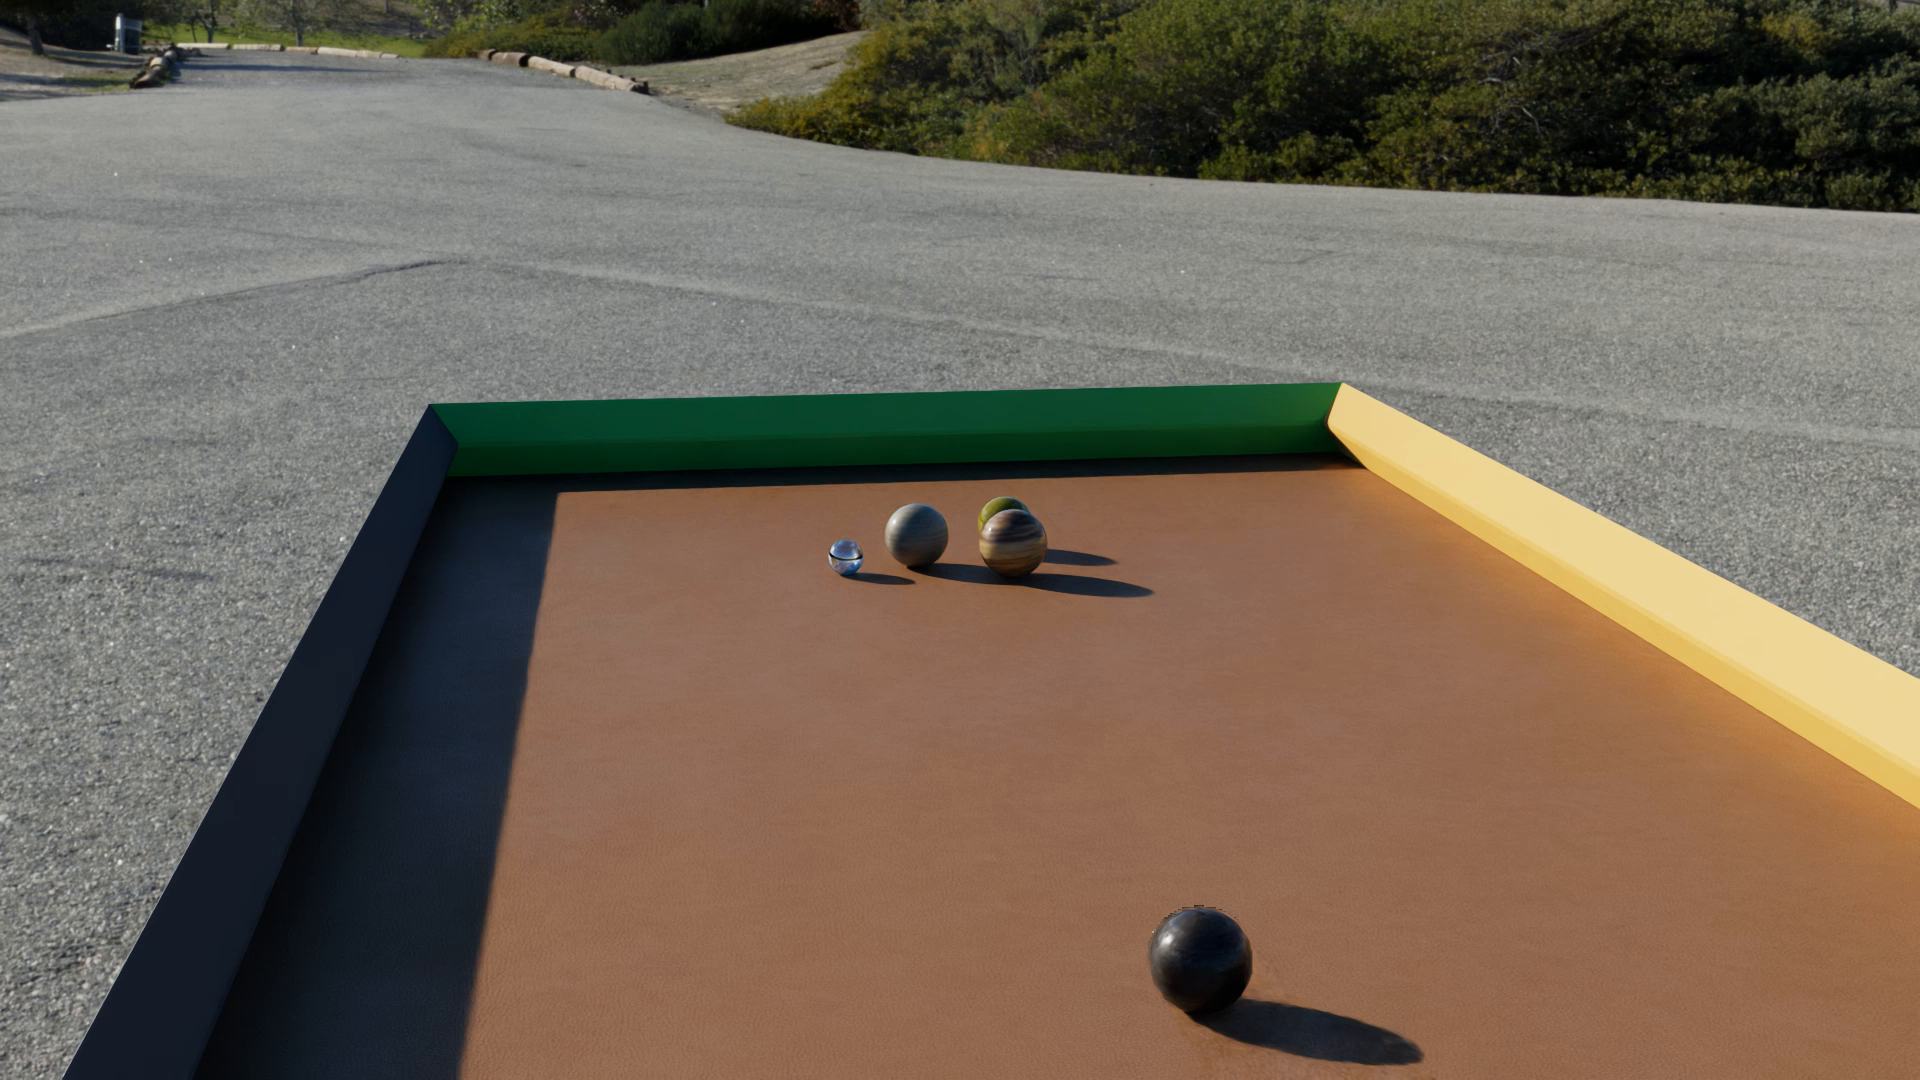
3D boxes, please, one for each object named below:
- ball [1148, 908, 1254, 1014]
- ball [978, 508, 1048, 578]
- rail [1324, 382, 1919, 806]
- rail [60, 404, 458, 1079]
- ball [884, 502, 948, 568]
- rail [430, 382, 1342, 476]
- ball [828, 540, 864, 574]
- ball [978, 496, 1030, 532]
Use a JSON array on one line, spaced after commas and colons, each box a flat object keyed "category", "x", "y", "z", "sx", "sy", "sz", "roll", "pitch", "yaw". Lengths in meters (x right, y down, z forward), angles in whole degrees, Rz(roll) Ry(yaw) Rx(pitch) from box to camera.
[{"category": "ball", "x": 0.170, "y": 0.298, "z": 1.556, "sx": 0.073, "sy": 0.073, "sz": 0.073, "roll": 0, "pitch": 13, "yaw": 0}, {"category": "ball", "x": 0.067, "y": 0.004, "z": 2.768, "sx": 0.087, "sy": 0.087, "sz": 0.087, "roll": 0, "pitch": 13, "yaw": 0}, {"category": "rail", "x": 0.789, "y": 0.112, "z": 2.250, "sx": 0.045, "sy": 0.112, "sz": 2.734, "roll": -2, "pitch": 13, "yaw": -8}, {"category": "rail", "x": -0.597, "y": 0.158, "z": 2.058, "sx": 0.045, "sy": 0.112, "sz": 2.734, "roll": -2, "pitch": 13, "yaw": -8}, {"category": "ball", "x": -0.056, "y": -0.006, "z": 2.820, "sx": 0.083, "sy": 0.083, "sz": 0.083, "roll": 0, "pitch": 13, "yaw": 0}, {"category": "rail", "x": -0.093, "y": -0.171, "z": 3.448, "sx": 1.448, "sy": 0.112, "sz": 0.045, "roll": -2, "pitch": 13, "yaw": -8}, {"category": "ball", "x": -0.145, "y": 0.021, "z": 2.784, "sx": 0.046, "sy": 0.046, "sz": 0.046, "roll": 0, "pitch": 13, "yaw": 0}, {"category": "ball", "x": 0.060, "y": -0.022, "z": 2.908, "sx": 0.072, "sy": 0.072, "sz": 0.072, "roll": 0, "pitch": 13, "yaw": 0}]
